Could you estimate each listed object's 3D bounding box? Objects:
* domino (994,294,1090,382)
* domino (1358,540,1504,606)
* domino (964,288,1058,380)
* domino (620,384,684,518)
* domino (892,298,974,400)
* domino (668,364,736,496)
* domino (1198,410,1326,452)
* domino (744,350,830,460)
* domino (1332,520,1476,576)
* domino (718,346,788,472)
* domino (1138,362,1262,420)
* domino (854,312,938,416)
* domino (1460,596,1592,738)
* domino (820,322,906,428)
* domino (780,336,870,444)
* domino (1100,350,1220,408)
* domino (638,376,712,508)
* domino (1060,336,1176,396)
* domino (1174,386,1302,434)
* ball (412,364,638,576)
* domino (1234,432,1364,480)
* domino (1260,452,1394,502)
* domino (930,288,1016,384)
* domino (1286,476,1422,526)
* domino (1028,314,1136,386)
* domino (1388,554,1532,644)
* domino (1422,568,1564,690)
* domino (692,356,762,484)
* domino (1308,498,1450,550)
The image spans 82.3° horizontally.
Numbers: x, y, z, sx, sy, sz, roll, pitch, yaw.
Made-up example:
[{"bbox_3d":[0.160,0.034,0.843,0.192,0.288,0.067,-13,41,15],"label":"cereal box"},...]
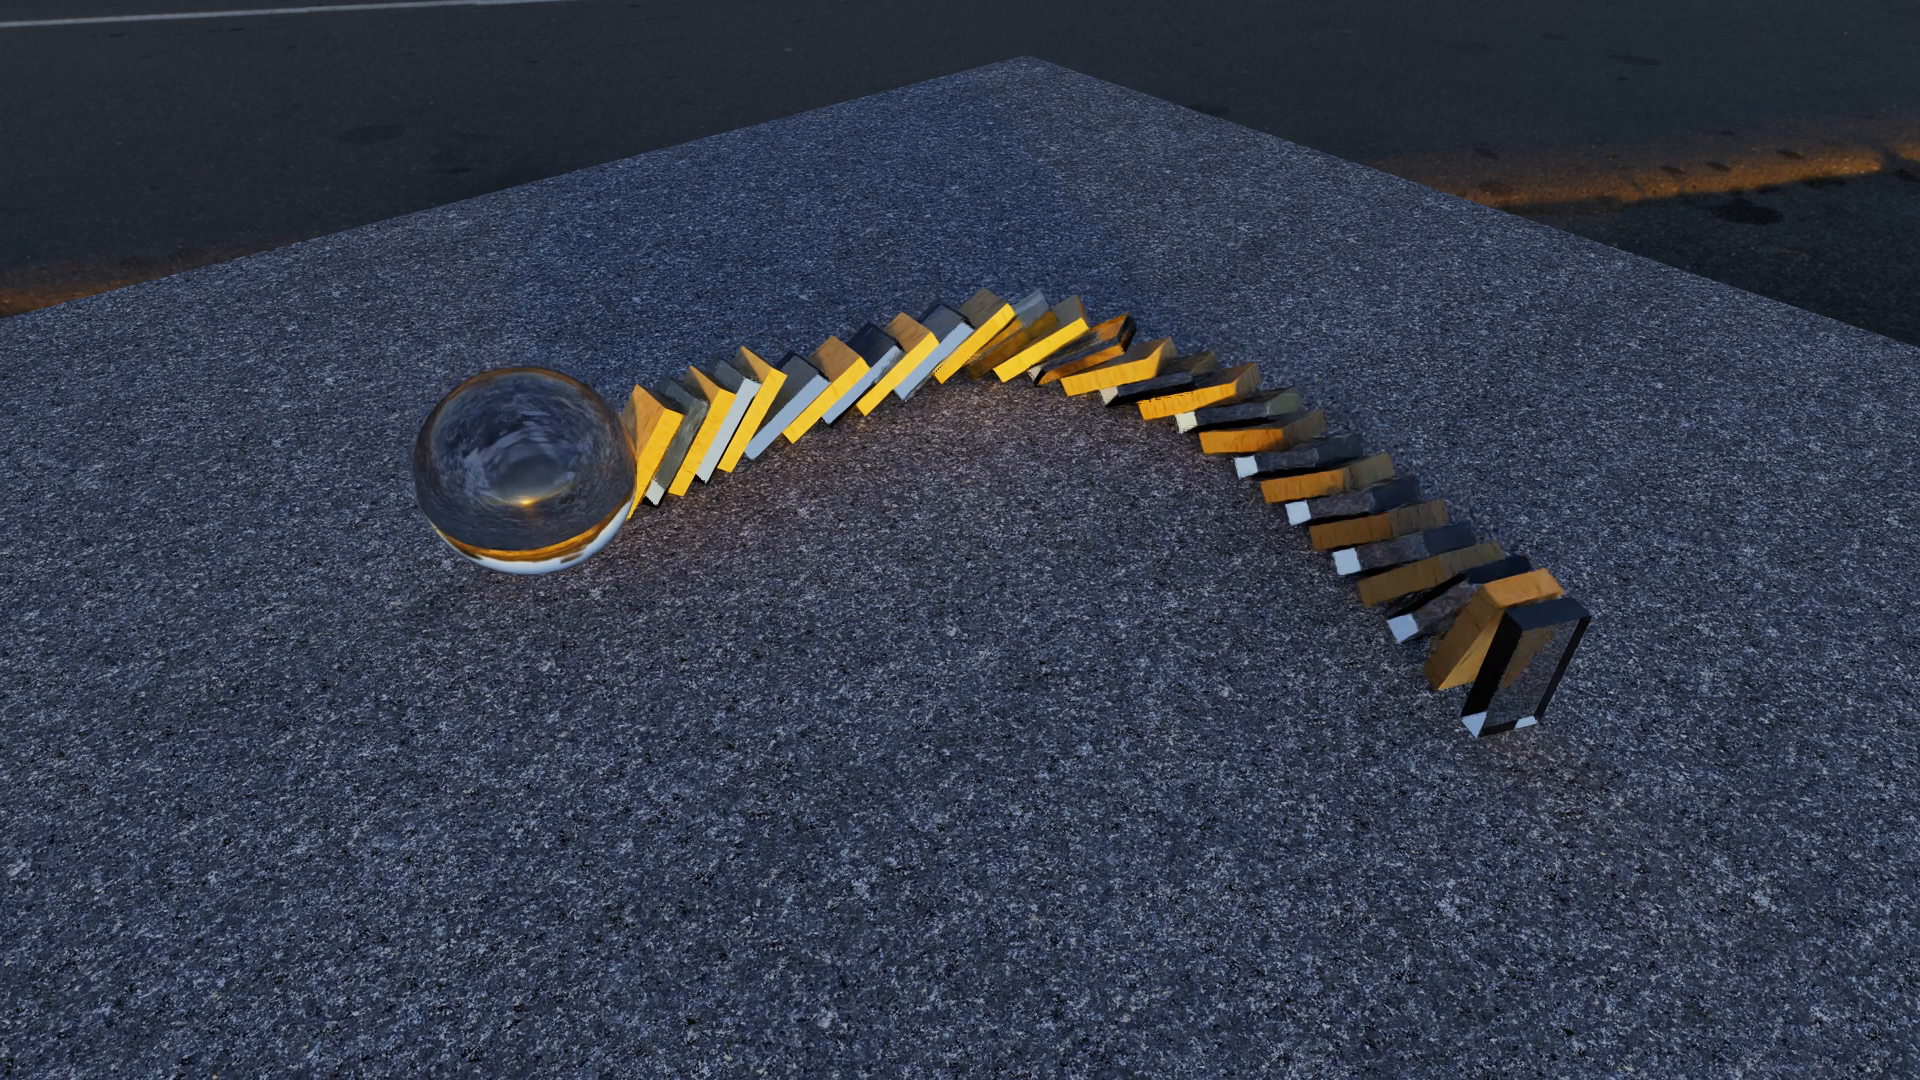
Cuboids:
[{"bbox_3d":[0.039,-0.100,0.545,0.050,0.009,0.025,-28,35,20],"label":"domino"},{"bbox_3d":[0.170,0.012,0.400,0.025,0.050,0.010,-12,80,-14],"label":"domino"},{"bbox_3d":[0.023,-0.103,0.547,0.050,0.010,0.025,-33,34,13],"label":"domino"},{"bbox_3d":[-0.137,-0.037,0.461,0.025,0.050,0.009,38,12,37],"label":"domino"},{"bbox_3d":[-0.019,-0.094,0.539,0.050,0.010,0.025,-45,50,-5],"label":"domino"},{"bbox_3d":[-0.118,-0.047,0.473,0.025,0.050,0.009,38,12,37],"label":"domino"},{"bbox_3d":[0.132,-0.047,0.482,0.025,0.009,0.050,-24,14,-26],"label":"domino"},{"bbox_3d":[-0.086,-0.062,0.501,0.050,0.010,0.025,-47,53,-8],"label":"domino"},{"bbox_3d":[0.166,0.004,0.413,0.025,0.050,0.009,-12,85,-14],"label":"domino"},{"bbox_3d":[-0.099,-0.058,0.488,0.025,0.050,0.010,38,10,37],"label":"domino"},{"bbox_3d":[0.110,-0.068,0.507,0.050,0.010,0.025,-6,24,43],"label":"domino"},{"bbox_3d":[-0.037,-0.085,0.529,0.050,0.010,0.025,-45,51,-6],"label":"domino"},{"bbox_3d":[0.184,0.042,0.360,0.025,0.050,0.009,-10,40,-13],"label":"domino"},{"bbox_3d":[-0.052,-0.079,0.520,0.050,0.009,0.025,-45,51,-6],"label":"domino"},{"bbox_3d":[-0.068,-0.070,0.511,0.050,0.009,0.025,-45,51,-5],"label":"domino"},{"bbox_3d":[0.093,-0.075,0.516,0.050,0.010,0.025,-6,25,43],"label":"domino"},{"bbox_3d":[-0.126,-0.042,0.467,0.025,0.050,0.010,36,11,37],"label":"domino"},{"bbox_3d":[0.076,-0.083,0.526,0.050,0.009,0.025,-6,28,43],"label":"domino"},{"bbox_3d":[0.125,-0.058,0.494,0.025,0.009,0.050,-27,15,-35],"label":"domino"},{"bbox_3d":[-0.165,-0.026,0.420,0.080,0.080,0.080,0,39,0],"label":"ball"},{"bbox_3d":[0.142,-0.035,0.465,0.025,0.010,0.050,-19,7,-22],"label":"domino"},{"bbox_3d":[0.150,-0.025,0.452,0.025,0.009,0.050,-19,5,-21],"label":"domino"},{"bbox_3d":[0.001,-0.102,0.547,0.050,0.009,0.025,-42,42,-2],"label":"domino"},{"bbox_3d":[0.156,-0.015,0.438,0.025,0.010,0.050,-16,1,-19],"label":"domino"},{"bbox_3d":[0.059,-0.093,0.536,0.050,0.010,0.025,-16,28,34],"label":"domino"},{"bbox_3d":[0.175,0.021,0.386,0.025,0.050,0.009,-12,69,-14],"label":"domino"},{"bbox_3d":[0.180,0.031,0.373,0.025,0.050,0.009,-12,53,-15],"label":"domino"},{"bbox_3d":[-0.108,-0.052,0.480,0.025,0.050,0.010,38,12,37],"label":"domino"},{"bbox_3d":[0.161,-0.006,0.426,0.025,0.010,0.050,-14,-1,-17],"label":"domino"}]
